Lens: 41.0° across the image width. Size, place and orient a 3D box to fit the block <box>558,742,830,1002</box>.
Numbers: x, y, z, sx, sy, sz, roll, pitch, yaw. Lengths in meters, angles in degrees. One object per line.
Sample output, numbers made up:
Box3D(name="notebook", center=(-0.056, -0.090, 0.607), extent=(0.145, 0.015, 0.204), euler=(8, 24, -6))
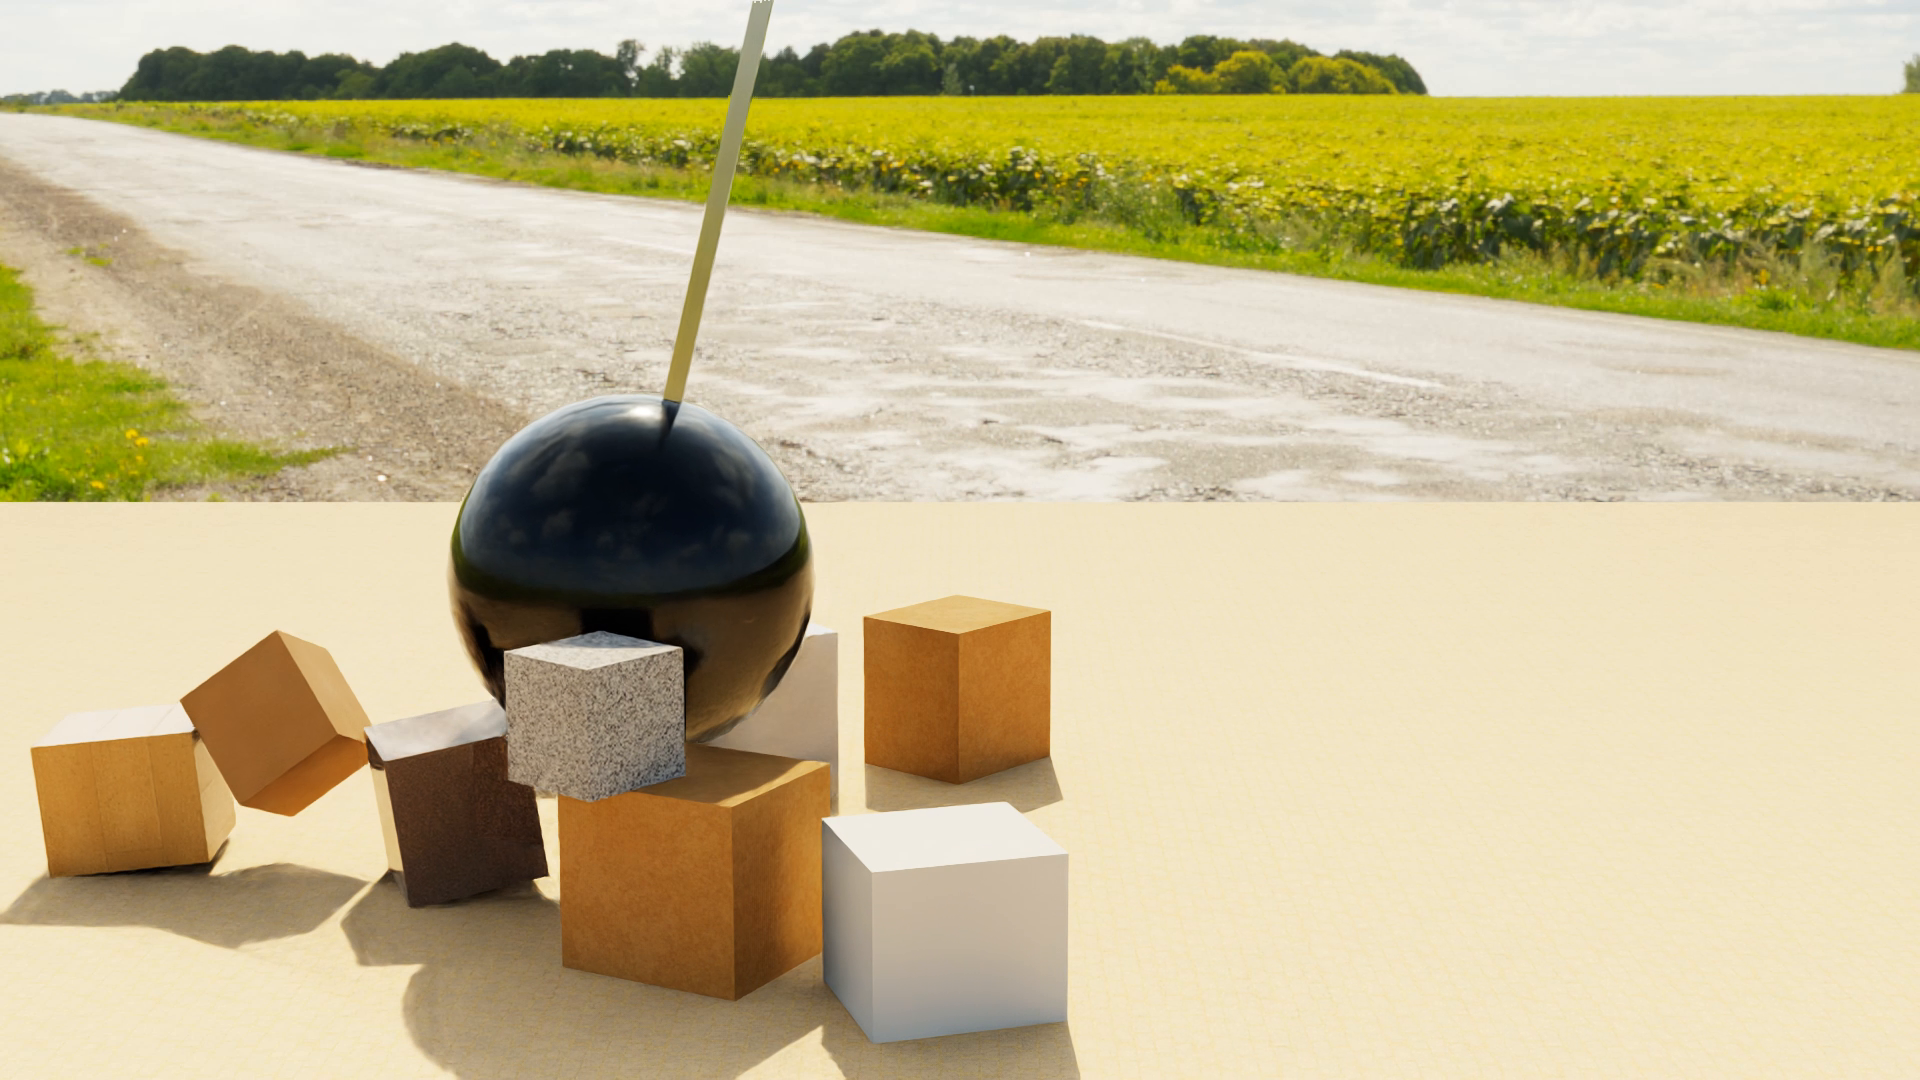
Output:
Box3D(name="block", center=(-1.053, 1.299, 10.265), extent=(0.817, 0.771, 0.716), euler=(5, 12, 28))

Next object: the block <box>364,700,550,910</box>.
Box3D(name="block", center=(-2.209, 1.142, 11.225), extent=(0.604, 0.663, 0.614), euler=(-12, 14, -19))

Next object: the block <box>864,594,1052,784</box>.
Box3D(name="block", center=(-0.011, 0.758, 13.238), extent=(0.640, 0.773, 0.737), euler=(9, 13, 40))

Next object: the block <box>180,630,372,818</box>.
Box3D(name="block", center=(-3.040, 0.833, 11.543), extent=(0.540, 0.573, 0.516), euler=(-36, -17, 3))

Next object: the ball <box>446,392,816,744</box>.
Box3D(name="ball", center=(-1.430, 0.159, 11.209), extent=(1.600, 1.600, 1.600), euler=(0, 10, 0))

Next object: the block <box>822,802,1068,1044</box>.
Box3D(name="block", center=(-0.067, 1.443, 9.799), extent=(0.758, 0.655, 0.722), euler=(-3, 11, -17))

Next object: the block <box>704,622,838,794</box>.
Box3D(name="block", center=(-1.148, 0.831, 12.715), extent=(0.818, 0.817, 0.773), euler=(-6, 12, -31))

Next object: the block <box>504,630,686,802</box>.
Box3D(name="block", center=(-1.429, 0.682, 10.055), extent=(0.479, 0.517, 0.499), euler=(9, 14, 40))

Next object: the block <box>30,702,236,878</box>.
Box3D(name="block", center=(-3.724, 1.115, 11.605), extent=(0.697, 0.599, 0.603), euler=(-5, 11, -4))

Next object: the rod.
Box3D(name="rod", center=(-0.620, -3.090, 10.618), extent=(0.080, 5.200, 0.080), euler=(14, 10, -2))
